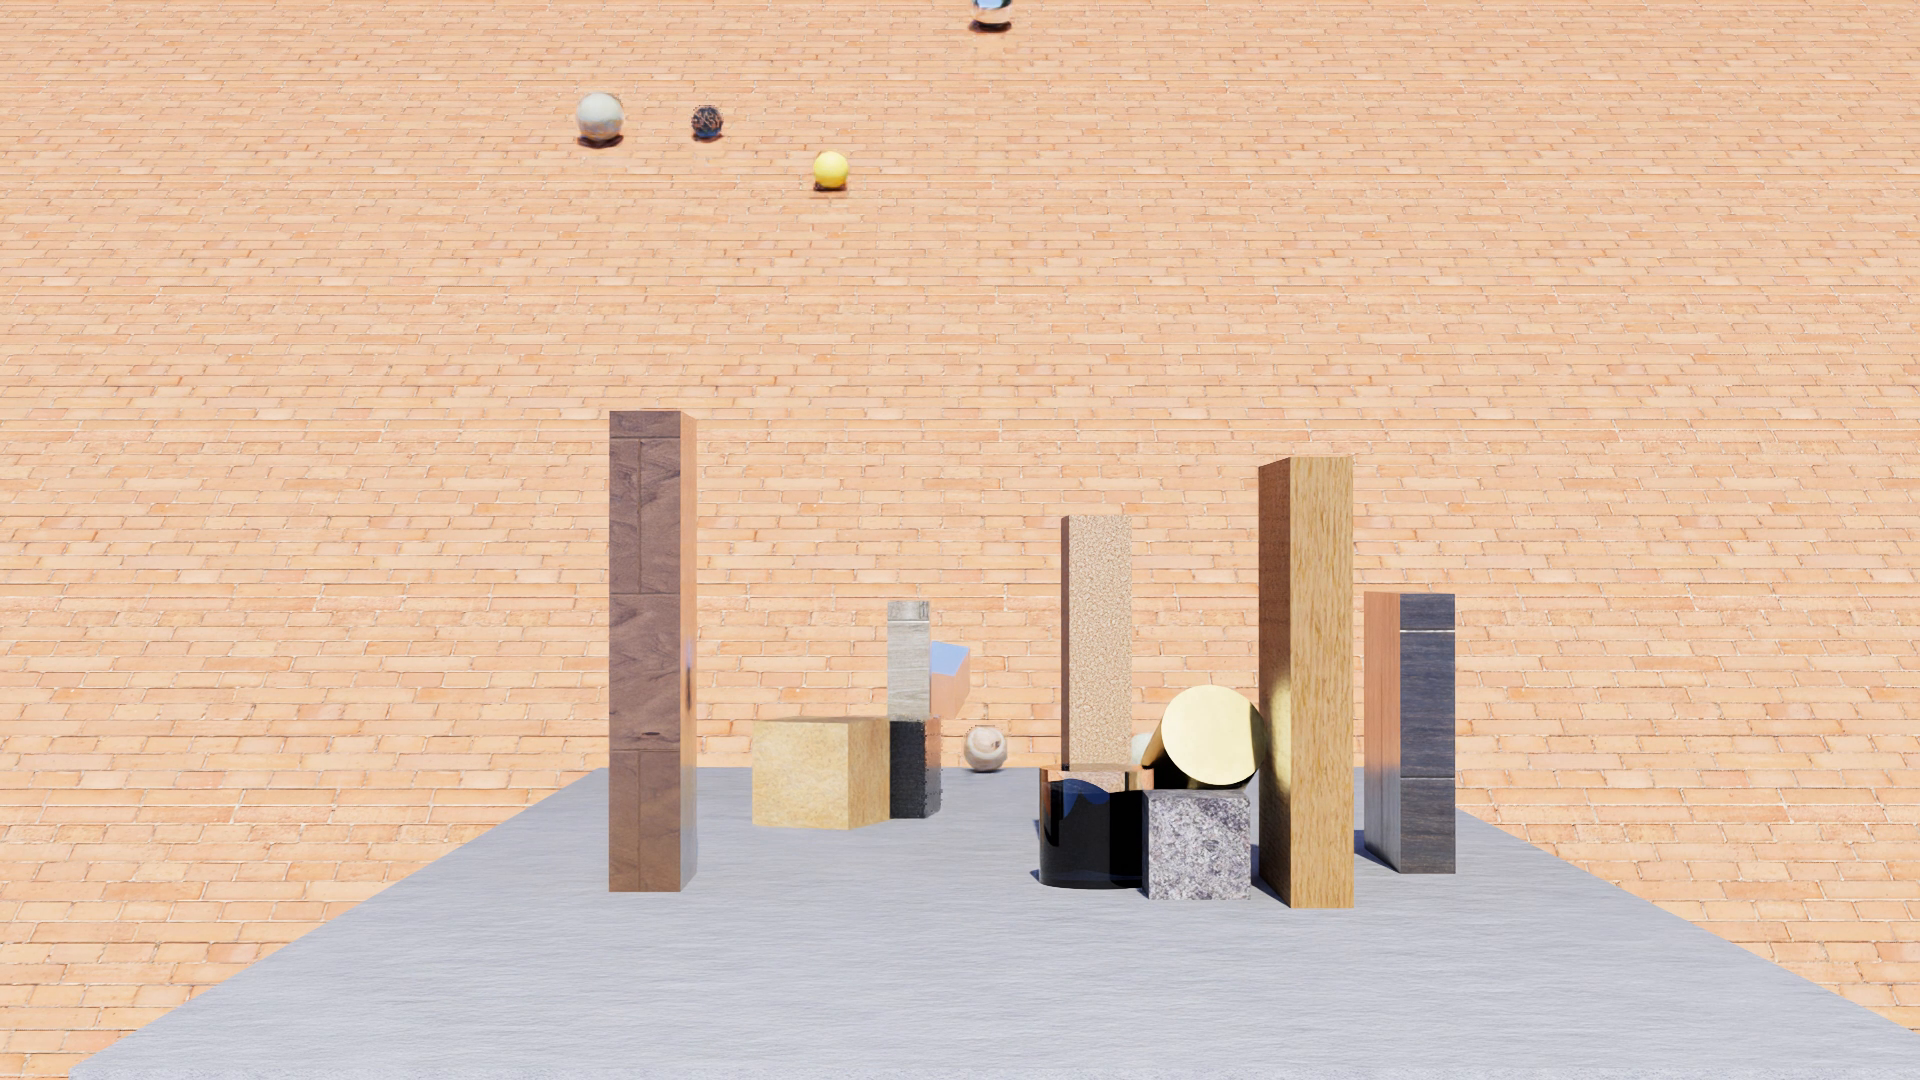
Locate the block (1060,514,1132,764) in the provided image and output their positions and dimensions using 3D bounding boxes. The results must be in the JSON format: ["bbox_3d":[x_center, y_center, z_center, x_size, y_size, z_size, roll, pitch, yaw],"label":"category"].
[{"bbox_3d":[0.246,0.263,4.712,0.109,0.611,0.372,0,-1,0],"label":"block"}]

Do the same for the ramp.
[{"bbox_3d":[0.070,0.619,4.699,2.000,0.100,4.000,0,-1,0],"label":"ramp"}]

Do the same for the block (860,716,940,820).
[{"bbox_3d":[-0.156,0.475,5.448,0.201,0.201,0.201,0,-1,9],"label":"block"}]

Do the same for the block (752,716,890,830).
[{"bbox_3d":[-0.281,0.469,5.256,0.210,0.210,0.210,0,-1,21],"label":"block"}]

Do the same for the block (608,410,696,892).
[{"bbox_3d":[-0.505,0.179,4.282,0.115,0.772,0.258,0,-1,0],"label":"block"}]

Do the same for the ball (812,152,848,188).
[{"bbox_3d":[-0.500,-1.432,10.033,0.141,0.141,0.141,0,31,0],"label":"ball"}]

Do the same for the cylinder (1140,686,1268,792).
[{"bbox_3d":[0.404,0.360,4.312,0.178,0.178,0.178,4,61,-7],"label":"cylinder"}]

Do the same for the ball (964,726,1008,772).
[{"bbox_3d":[0.065,0.528,6.539,0.114,0.114,0.114,0,31,0],"label":"ball"}]

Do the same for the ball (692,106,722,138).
[{"bbox_3d":[-1.022,-1.688,10.465,0.126,0.126,0.126,0,31,0],"label":"ball"}]

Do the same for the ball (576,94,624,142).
[{"bbox_3d":[-1.449,-1.700,10.419,0.194,0.194,0.194,0,31,0],"label":"ball"}]

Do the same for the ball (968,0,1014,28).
[{"bbox_3d":[0.140,-2.379,11.524,0.202,0.202,0.202,0,31,0],"label":"ball"}]

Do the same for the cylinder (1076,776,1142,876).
[{"bbox_3d":[0.277,0.489,4.444,0.155,0.155,0.155,1,0,1],"label":"cylinder"}]

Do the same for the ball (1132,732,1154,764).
[{"bbox_3d":[0.442,0.516,6.071,0.131,0.131,0.131,0,31,0],"label":"ball"}]

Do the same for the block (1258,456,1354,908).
[{"bbox_3d":[0.552,0.219,4.164,0.096,0.689,0.423,0,-1,0],"label":"block"}]

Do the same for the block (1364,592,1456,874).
[{"bbox_3d":[0.793,0.330,4.586,0.093,0.475,0.393,0,-1,0],"label":"block"}]

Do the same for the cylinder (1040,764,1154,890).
[{"bbox_3d":[0.225,0.470,4.273,0.190,0.190,0.190,0,-1,0],"label":"cylinder"}]

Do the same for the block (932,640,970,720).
[{"bbox_3d":[-0.063,0.380,7.061,0.146,0.146,0.146,9,33,14],"label":"block"}]

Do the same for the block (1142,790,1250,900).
[{"bbox_3d":[0.375,0.484,4.129,0.159,0.159,0.159,0,-1,0],"label":"block"}]

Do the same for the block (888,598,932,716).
[{"bbox_3d":[-0.111,0.356,5.772,0.090,0.445,0.442,0,-1,0],"label":"block"}]
